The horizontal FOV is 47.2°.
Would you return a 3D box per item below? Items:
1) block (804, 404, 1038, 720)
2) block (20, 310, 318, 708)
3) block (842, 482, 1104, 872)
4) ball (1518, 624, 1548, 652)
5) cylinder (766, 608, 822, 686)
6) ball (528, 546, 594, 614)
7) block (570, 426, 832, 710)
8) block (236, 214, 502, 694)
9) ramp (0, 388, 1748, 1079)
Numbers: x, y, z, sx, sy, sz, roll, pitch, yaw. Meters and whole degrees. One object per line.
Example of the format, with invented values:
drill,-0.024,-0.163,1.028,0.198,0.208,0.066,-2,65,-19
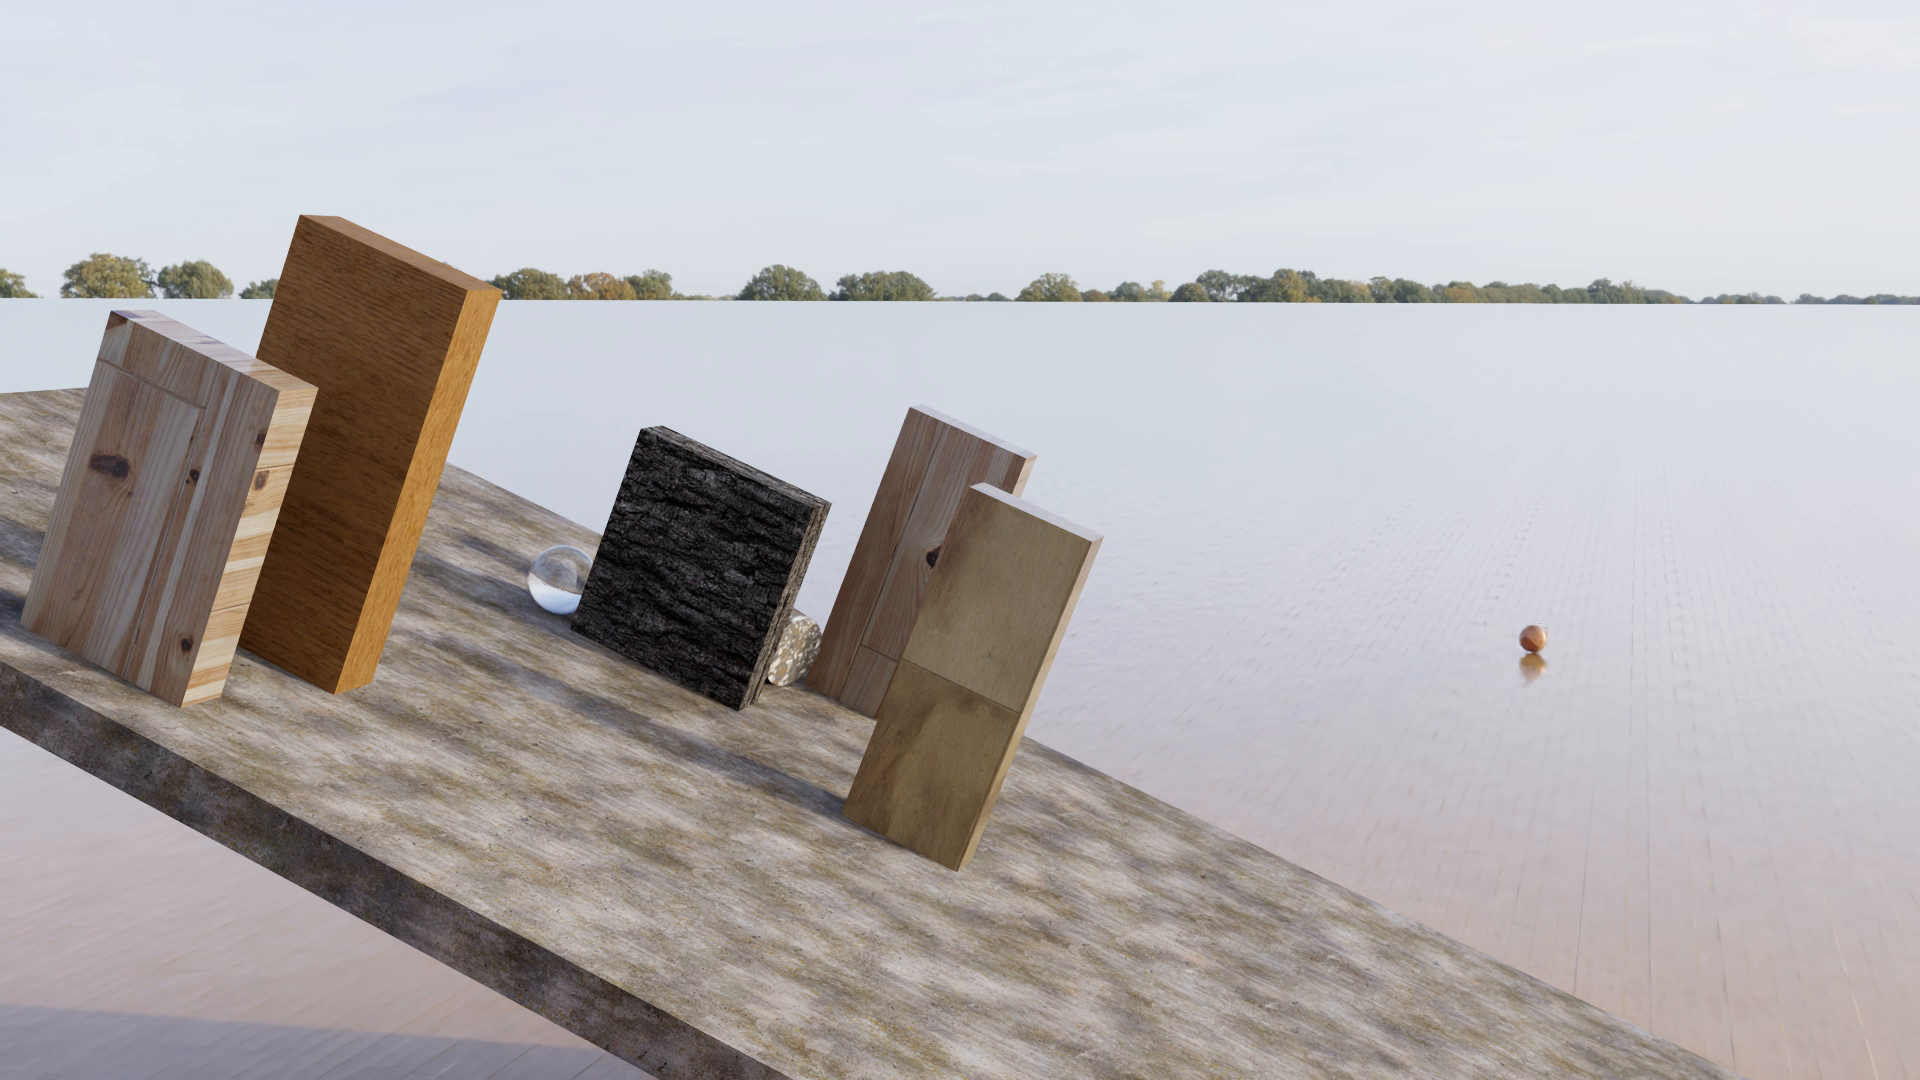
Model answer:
block,-0.089,0.067,4.792,0.280,0.664,0.091,24,13,13
block,-1.291,-0.053,3.579,0.331,0.556,0.105,24,13,13
block,0.020,0.258,4.133,0.252,0.685,0.093,24,13,13
ball,2.817,0.484,10.800,0.138,0.138,0.138,0,7,0
cylinder,-0.417,0.210,4.813,0.162,0.162,0.162,31,24,35
ball,-0.842,0.085,4.670,0.147,0.147,0.147,0,7,0
block,-0.541,0.056,4.570,0.409,0.459,0.104,24,13,13
block,-1.090,-0.149,3.845,0.343,0.756,0.119,24,13,13
ramp,-0.308,0.546,4.195,4.000,0.100,2.000,24,13,13
